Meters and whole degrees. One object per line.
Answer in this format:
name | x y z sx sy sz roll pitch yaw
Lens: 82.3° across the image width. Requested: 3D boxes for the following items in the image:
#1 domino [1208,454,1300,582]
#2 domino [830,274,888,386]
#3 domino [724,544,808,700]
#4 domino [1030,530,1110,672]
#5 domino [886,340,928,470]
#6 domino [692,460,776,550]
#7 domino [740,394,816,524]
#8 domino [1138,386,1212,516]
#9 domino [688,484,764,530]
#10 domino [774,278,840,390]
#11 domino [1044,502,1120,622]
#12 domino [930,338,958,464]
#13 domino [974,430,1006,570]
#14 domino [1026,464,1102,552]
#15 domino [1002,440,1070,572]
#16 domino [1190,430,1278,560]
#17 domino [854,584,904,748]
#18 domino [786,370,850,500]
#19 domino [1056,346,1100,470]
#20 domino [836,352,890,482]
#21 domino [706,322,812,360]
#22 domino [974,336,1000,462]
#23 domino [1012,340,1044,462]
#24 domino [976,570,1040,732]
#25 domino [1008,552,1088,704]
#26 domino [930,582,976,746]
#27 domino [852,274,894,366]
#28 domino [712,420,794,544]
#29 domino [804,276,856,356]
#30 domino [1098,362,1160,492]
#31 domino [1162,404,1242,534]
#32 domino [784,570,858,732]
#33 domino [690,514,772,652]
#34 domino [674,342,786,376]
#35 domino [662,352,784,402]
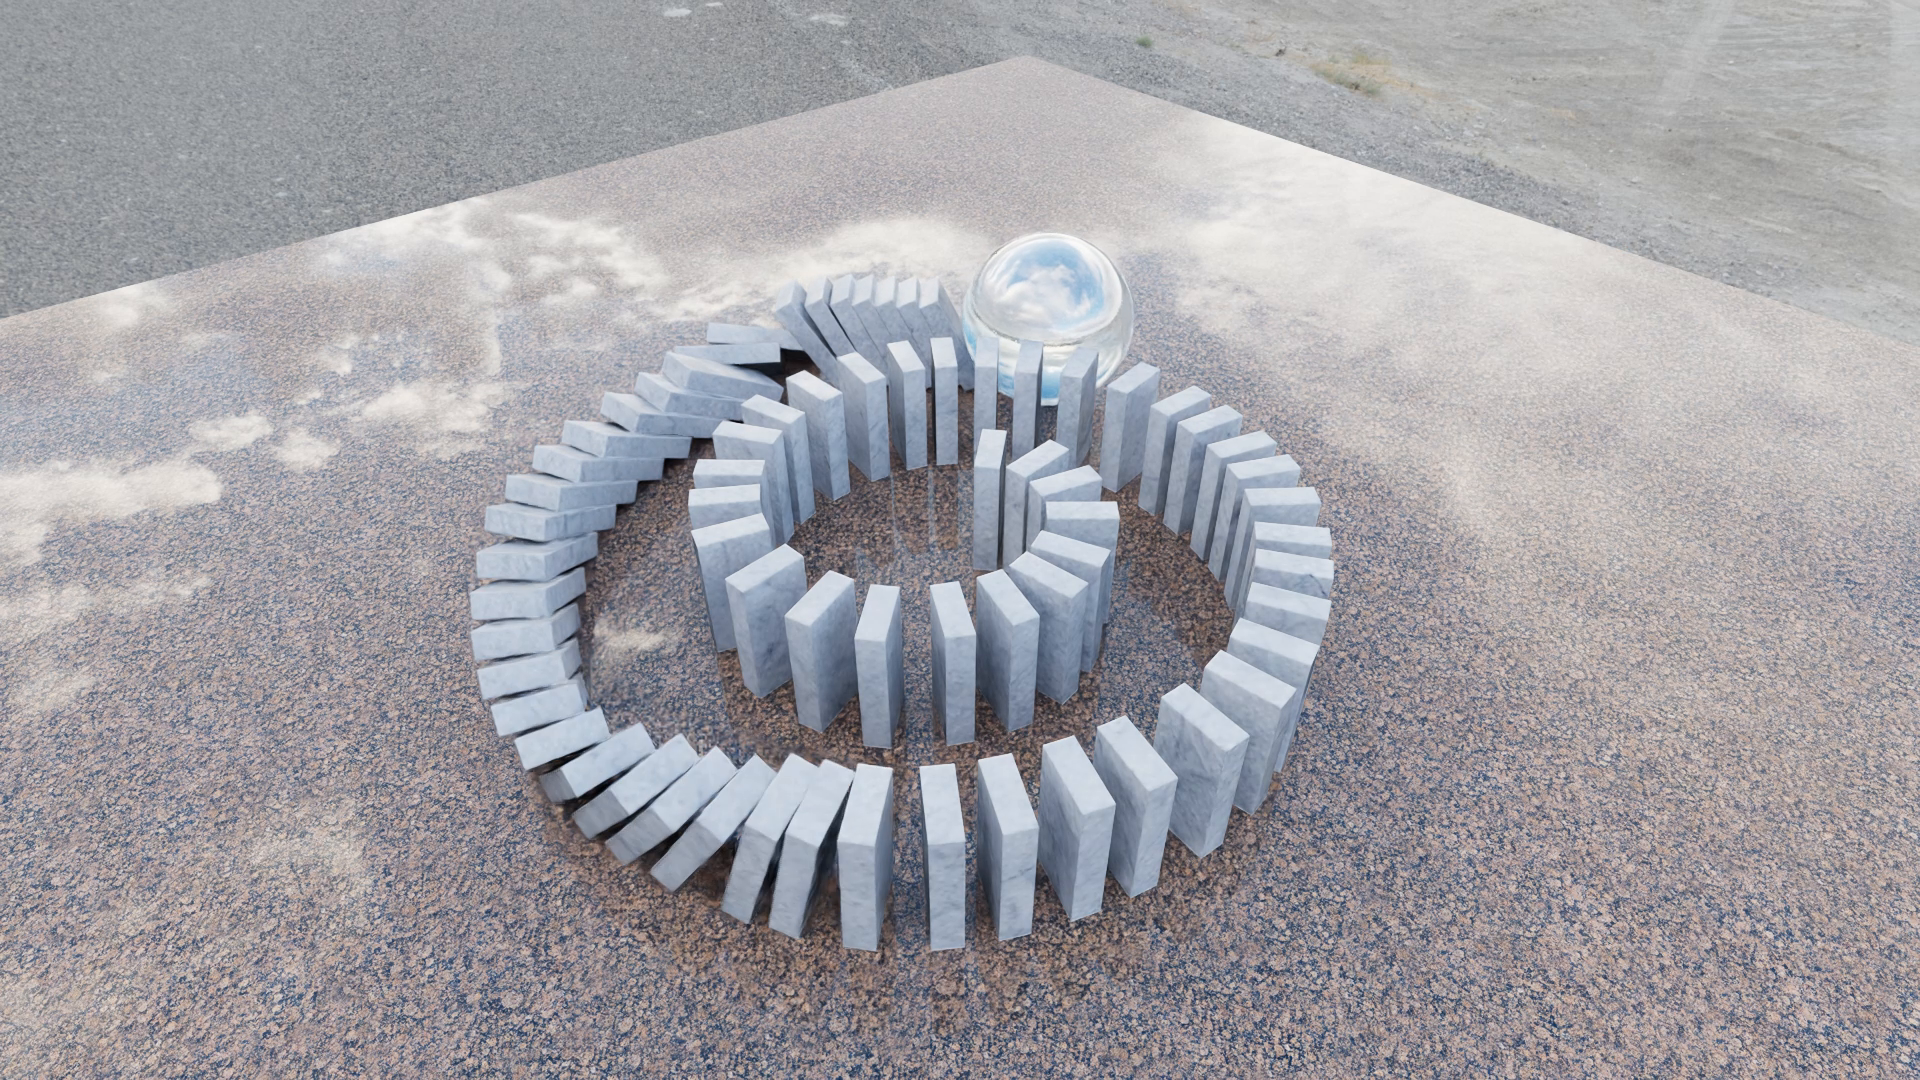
domino | 0.112 -0.008 0.421 0.025 0.050 0.009 -10 40 -12
domino | -0.046 -0.101 0.536 0.010 0.050 0.025 -20 37 15
domino | -0.064 0.028 0.377 0.009 0.050 0.025 32 49 33
domino | 0.037 0.022 0.385 0.025 0.050 0.010 17 42 19
domino | -0.023 -0.059 0.483 0.009 0.050 0.025 -12 41 -15
domino | -0.085 -0.007 0.421 0.025 0.050 0.010 1 39 1
domino | -0.074 -0.033 0.451 0.025 0.050 0.009 22 44 25
domino | 0.089 -0.037 0.456 0.025 0.050 0.009 -26 46 -28
domino | -0.084 0.003 0.408 0.025 0.050 0.009 -5 40 -6
domino | -0.070 -0.100 0.536 0.009 0.050 0.025 -26 35 19
domino | 0.043 0.009 0.401 0.025 0.050 0.009 0 39 0
domino | -0.007 -0.061 0.486 0.010 0.050 0.025 -4 39 -4
domino | 0.012 -0.015 0.430 0.009 0.050 0.025 5 40 6
domino | 0.038 -0.002 0.414 0.025 0.050 0.009 -17 42 -19
domino | 0.029 -0.011 0.425 0.009 0.050 0.025 32 49 33
domino | 0.107 -0.017 0.432 0.025 0.050 0.010 -15 42 -18
domino | -0.026 0.042 0.360 0.009 0.050 0.025 5 40 6
domino | -0.060 -0.044 0.465 0.009 0.050 0.025 -32 49 -33
domino | 0.051 -0.056 0.480 0.010 0.050 0.025 14 41 17
domino | -0.042 -0.053 0.476 0.009 0.050 0.025 -22 44 -25
domino | -0.099 -0.100 0.554 0.050 0.009 0.025 7 -1 8
domino | 0.012 -0.061 0.486 0.010 0.050 0.025 2 39 3
domino | 0.030 -0.059 0.483 0.010 0.050 0.025 6 43 8
domino | 0.015 0.037 0.366 0.009 0.050 0.025 -17 42 -20
domino | 0.029 0.030 0.374 0.025 0.050 0.009 28 47 30
domino | -0.002 0.041 0.361 0.010 0.050 0.025 -8 40 -9
domino | -0.036 -0.101 0.536 0.010 0.050 0.025 -20 37 15
domino | -0.082 -0.022 0.438 0.025 0.050 0.010 10 40 12
domino | -0.057 -0.101 0.536 0.009 0.050 0.025 -22 36 16
domino | 0.072 -0.048 0.470 0.010 0.050 0.025 28 47 30
domino | 0.098 -0.028 0.446 0.025 0.050 0.009 -21 44 -24
domino | -0.045 0.038 0.366 0.009 0.050 0.025 19 43 22
domino | -0.079 0.016 0.392 0.025 0.050 0.009 -15 42 -18
domino | -0.112 -0.088 0.539 0.050 0.009 0.025 -3 -5 -3
domino | -0.111 -0.075 0.514 0.050 0.009 0.025 5 22 -44
